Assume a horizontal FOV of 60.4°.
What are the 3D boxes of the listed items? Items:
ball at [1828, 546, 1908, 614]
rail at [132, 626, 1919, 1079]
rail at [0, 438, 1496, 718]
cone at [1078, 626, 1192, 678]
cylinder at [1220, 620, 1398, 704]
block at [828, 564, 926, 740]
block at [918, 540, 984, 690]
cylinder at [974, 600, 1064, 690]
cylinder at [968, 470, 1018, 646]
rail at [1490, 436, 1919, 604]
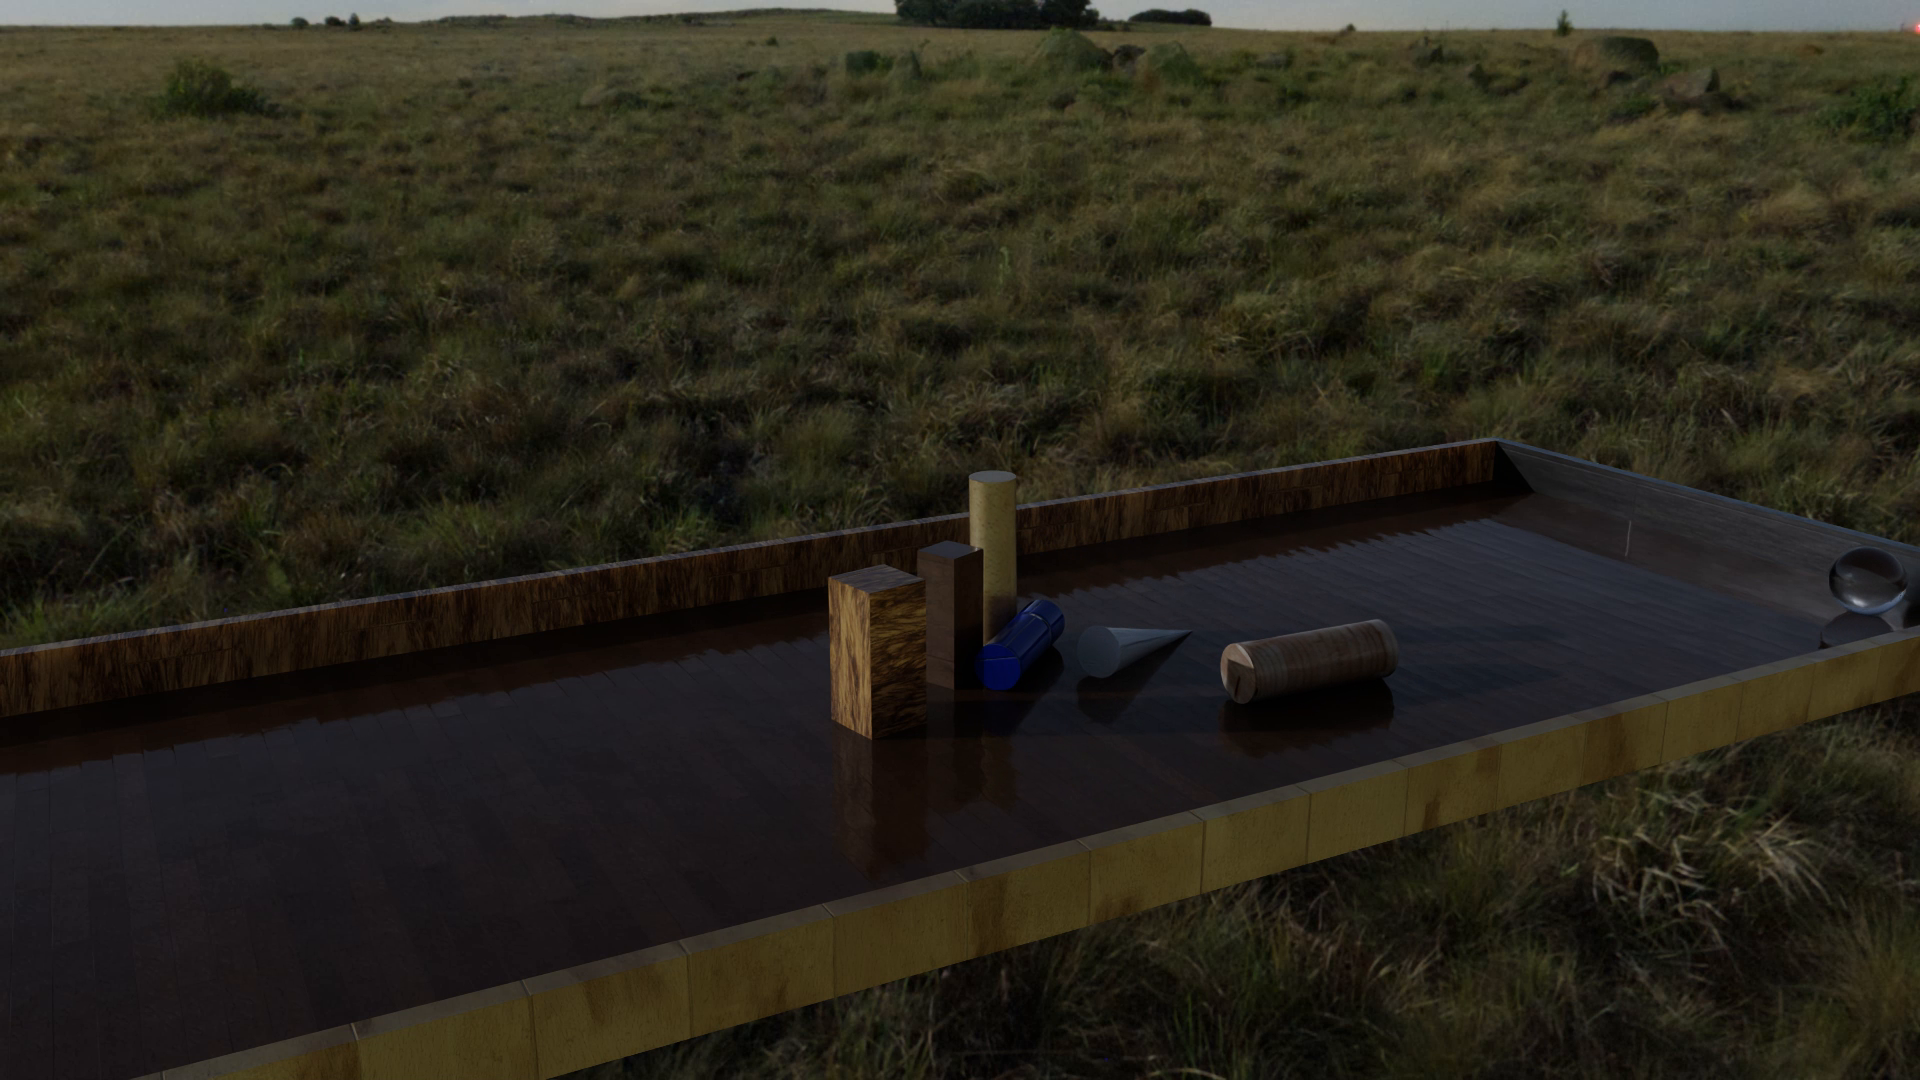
[{"bbox_3d":[2.546,0.114,4.626,0.193,0.193,0.193,0,16,0],"label":"ball"},{"bbox_3d":[-2.336,1.006,1.665,12.000,0.150,0.050,-9,18,-27],"label":"rail"},{"bbox_3d":[-3.305,0.497,3.399,12.000,0.150,0.050,-9,18,-27],"label":"rail"},{"bbox_3d":[0.495,0.265,4.337,0.133,0.133,0.459,13,13,38],"label":"cone"},{"bbox_3d":[0.866,0.298,4.078,0.427,0.148,0.148,-7,18,-24],"label":"cylinder"},{"bbox_3d":[-0.192,0.258,3.849,0.160,0.354,0.160,-13,21,-38],"label":"block"},{"bbox_3d":[-0.024,0.186,4.122,0.117,0.338,0.117,13,21,37],"label":"block"},{"bbox_3d":[0.157,0.266,4.235,0.121,0.121,0.373,6,17,20],"label":"cylinder"},{"bbox_3d":[0.088,0.054,4.352,0.124,0.459,0.124,-1,17,0],"label":"cylinder"},{"bbox_3d":[2.466,-0.048,5.253,0.050,0.150,2.100,-9,18,-27],"label":"rail"}]
